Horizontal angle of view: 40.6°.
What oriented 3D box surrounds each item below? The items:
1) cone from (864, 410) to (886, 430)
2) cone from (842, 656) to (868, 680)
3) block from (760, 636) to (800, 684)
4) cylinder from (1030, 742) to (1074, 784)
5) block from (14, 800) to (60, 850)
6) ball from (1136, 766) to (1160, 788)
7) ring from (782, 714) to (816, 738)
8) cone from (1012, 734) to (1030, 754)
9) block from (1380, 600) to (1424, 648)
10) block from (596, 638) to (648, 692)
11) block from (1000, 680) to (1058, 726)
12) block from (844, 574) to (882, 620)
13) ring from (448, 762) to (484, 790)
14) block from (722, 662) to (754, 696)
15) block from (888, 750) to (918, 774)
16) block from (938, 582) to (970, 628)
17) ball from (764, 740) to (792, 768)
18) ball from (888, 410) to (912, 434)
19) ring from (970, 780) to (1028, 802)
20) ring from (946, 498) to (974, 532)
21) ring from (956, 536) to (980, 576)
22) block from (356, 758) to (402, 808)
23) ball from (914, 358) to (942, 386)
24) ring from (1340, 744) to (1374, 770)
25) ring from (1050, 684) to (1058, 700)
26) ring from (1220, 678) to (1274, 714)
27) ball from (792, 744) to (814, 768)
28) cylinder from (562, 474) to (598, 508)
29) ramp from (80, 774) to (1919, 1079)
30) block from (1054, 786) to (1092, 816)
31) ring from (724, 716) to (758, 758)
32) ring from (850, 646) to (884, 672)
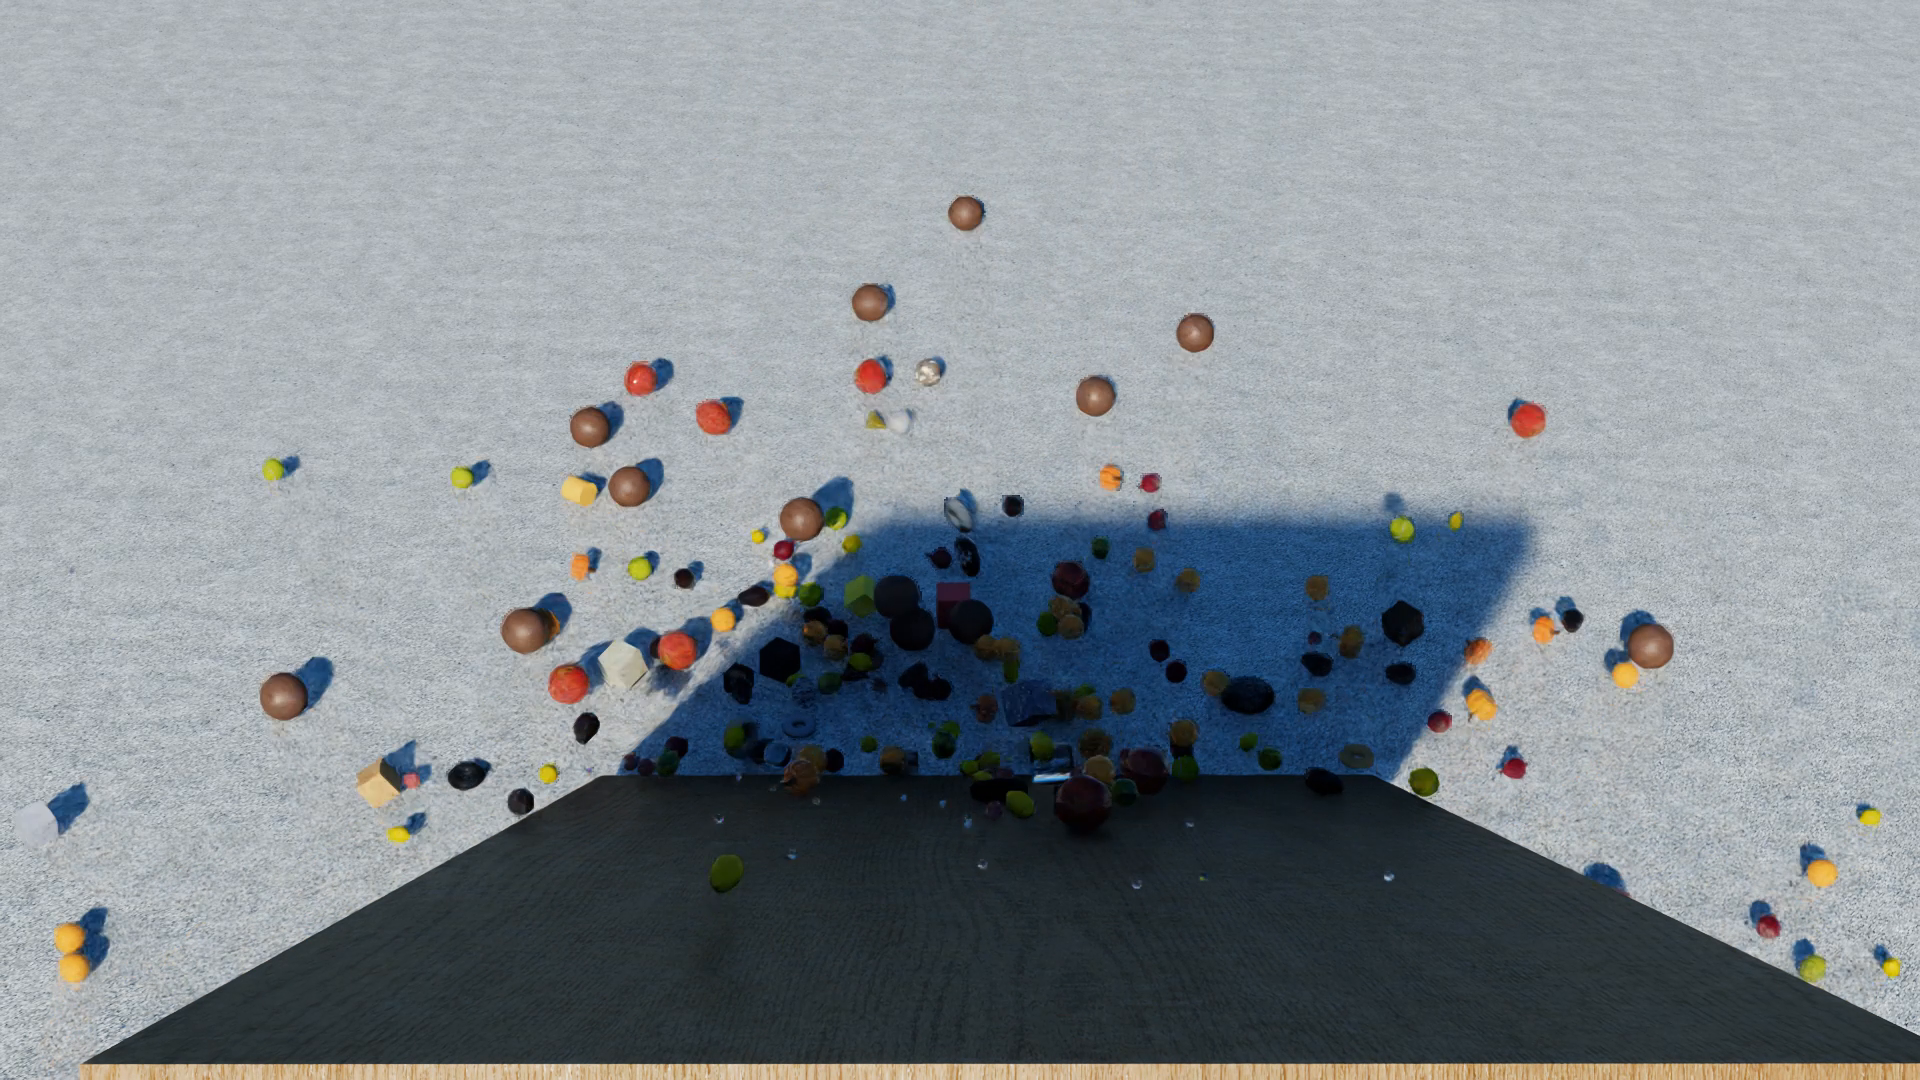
[{"bbox_3d":[-0.266,-0.377,8.419,0.066,0.066,0.066,21,28,-17],"label":"cone"},{"bbox_3d":[-0.281,0.374,7.230,0.071,0.071,0.071,33,30,-13],"label":"cone"},{"bbox_3d":[-0.504,0.335,7.246,0.080,0.080,0.080,20,38,29],"label":"block"},{"bbox_3d":[0.225,0.549,6.385,0.096,0.096,0.096,-4,33,-6],"label":"cylinder"},{"bbox_3d":[-2.353,0.727,6.605,0.075,0.075,0.075,-29,57,-34],"label":"block"},{"bbox_3d":[0.456,0.576,6.300,0.056,0.056,0.056,0,32,0],"label":"ball"},{"bbox_3d":[-0.435,0.503,7.026,0.094,0.031,0.094,-1,33,1],"label":"ring"},{"bbox_3d":[0.173,0.540,6.928,0.053,0.053,0.053,18,5,-2],"label":"cone"},{"bbox_3d":[1.260,0.238,7.378,0.080,0.080,0.080,-35,43,-20],"label":"block"},{"bbox_3d":[-0.939,0.346,7.201,0.088,0.088,0.088,23,56,32],"label":"block"},{"bbox_3d":[0.186,0.440,6.995,0.098,0.098,0.098,2,66,-46],"label":"block"},{"bbox_3d":[-0.279,0.164,7.472,0.077,0.077,0.077,-32,40,26],"label":"block"},{"bbox_3d":[-1.302,0.623,6.836,0.098,0.033,0.098,-1,32,1],"label":"ring"},{"bbox_3d":[-0.614,0.388,7.182,0.060,0.060,0.060,16,36,24],"label":"block"},{"bbox_3d":[-0.149,0.585,6.816,0.057,0.057,0.057,-1,-3,27],"label":"block"},{"bbox_3d":[-0.017,0.189,7.465,0.094,0.094,0.094,-1,32,-1],"label":"block"},{"bbox_3d":[-0.483,0.568,6.858,0.075,0.075,0.075,0,32,0],"label":"ball"},{"bbox_3d":[-0.196,-0.380,8.377,0.080,0.080,0.080,0,32,0],"label":"ball"},{"bbox_3d":[0.091,0.577,5.968,0.136,0.045,0.136,-1,-1,0],"label":"ring"},{"bbox_3d":[-0.003,-0.074,7.850,0.039,0.118,0.118,-31,42,-18],"label":"ring"},{"bbox_3d":[0.025,0.047,7.654,0.041,0.123,0.123,-16,35,-14],"label":"ring"},{"bbox_3d":[-1.512,0.632,6.743,0.079,0.079,0.079,-34,26,10],"label":"block"},{"bbox_3d":[-0.107,-0.558,8.647,0.092,0.092,0.092,0,32,0],"label":"ball"},{"bbox_3d":[1.059,0.577,6.910,0.094,0.031,0.094,1,32,-1],"label":"ring"},{"bbox_3d":[0.229,0.422,7.157,0.087,0.029,0.087,0,34,0],"label":"ring"},{"bbox_3d":[0.791,0.427,7.130,0.147,0.049,0.147,-2,29,1],"label":"ring"},{"bbox_3d":[-0.413,0.571,6.850,0.060,0.060,0.060,0,32,0],"label":"ball"},{"bbox_3d":[-1.177,-0.152,8.019,0.076,0.076,0.076,28,42,28],"label":"cylinder"},{"bbox_3d":[0.072,0.631,4.729,2.000,0.100,4.000,0,-1,0],"label":"ramp"},{"bbox_3d":[0.245,0.564,5.610,0.060,0.060,0.060,-1,-1,35],"label":"block"},{"bbox_3d":[-0.584,0.524,6.905,0.039,0.117,0.117,20,37,36],"label":"ring"},{"bbox_3d":[-0.263,0.335,7.291,0.098,0.033,0.098,-1,33,1],"label":"ring"}]
